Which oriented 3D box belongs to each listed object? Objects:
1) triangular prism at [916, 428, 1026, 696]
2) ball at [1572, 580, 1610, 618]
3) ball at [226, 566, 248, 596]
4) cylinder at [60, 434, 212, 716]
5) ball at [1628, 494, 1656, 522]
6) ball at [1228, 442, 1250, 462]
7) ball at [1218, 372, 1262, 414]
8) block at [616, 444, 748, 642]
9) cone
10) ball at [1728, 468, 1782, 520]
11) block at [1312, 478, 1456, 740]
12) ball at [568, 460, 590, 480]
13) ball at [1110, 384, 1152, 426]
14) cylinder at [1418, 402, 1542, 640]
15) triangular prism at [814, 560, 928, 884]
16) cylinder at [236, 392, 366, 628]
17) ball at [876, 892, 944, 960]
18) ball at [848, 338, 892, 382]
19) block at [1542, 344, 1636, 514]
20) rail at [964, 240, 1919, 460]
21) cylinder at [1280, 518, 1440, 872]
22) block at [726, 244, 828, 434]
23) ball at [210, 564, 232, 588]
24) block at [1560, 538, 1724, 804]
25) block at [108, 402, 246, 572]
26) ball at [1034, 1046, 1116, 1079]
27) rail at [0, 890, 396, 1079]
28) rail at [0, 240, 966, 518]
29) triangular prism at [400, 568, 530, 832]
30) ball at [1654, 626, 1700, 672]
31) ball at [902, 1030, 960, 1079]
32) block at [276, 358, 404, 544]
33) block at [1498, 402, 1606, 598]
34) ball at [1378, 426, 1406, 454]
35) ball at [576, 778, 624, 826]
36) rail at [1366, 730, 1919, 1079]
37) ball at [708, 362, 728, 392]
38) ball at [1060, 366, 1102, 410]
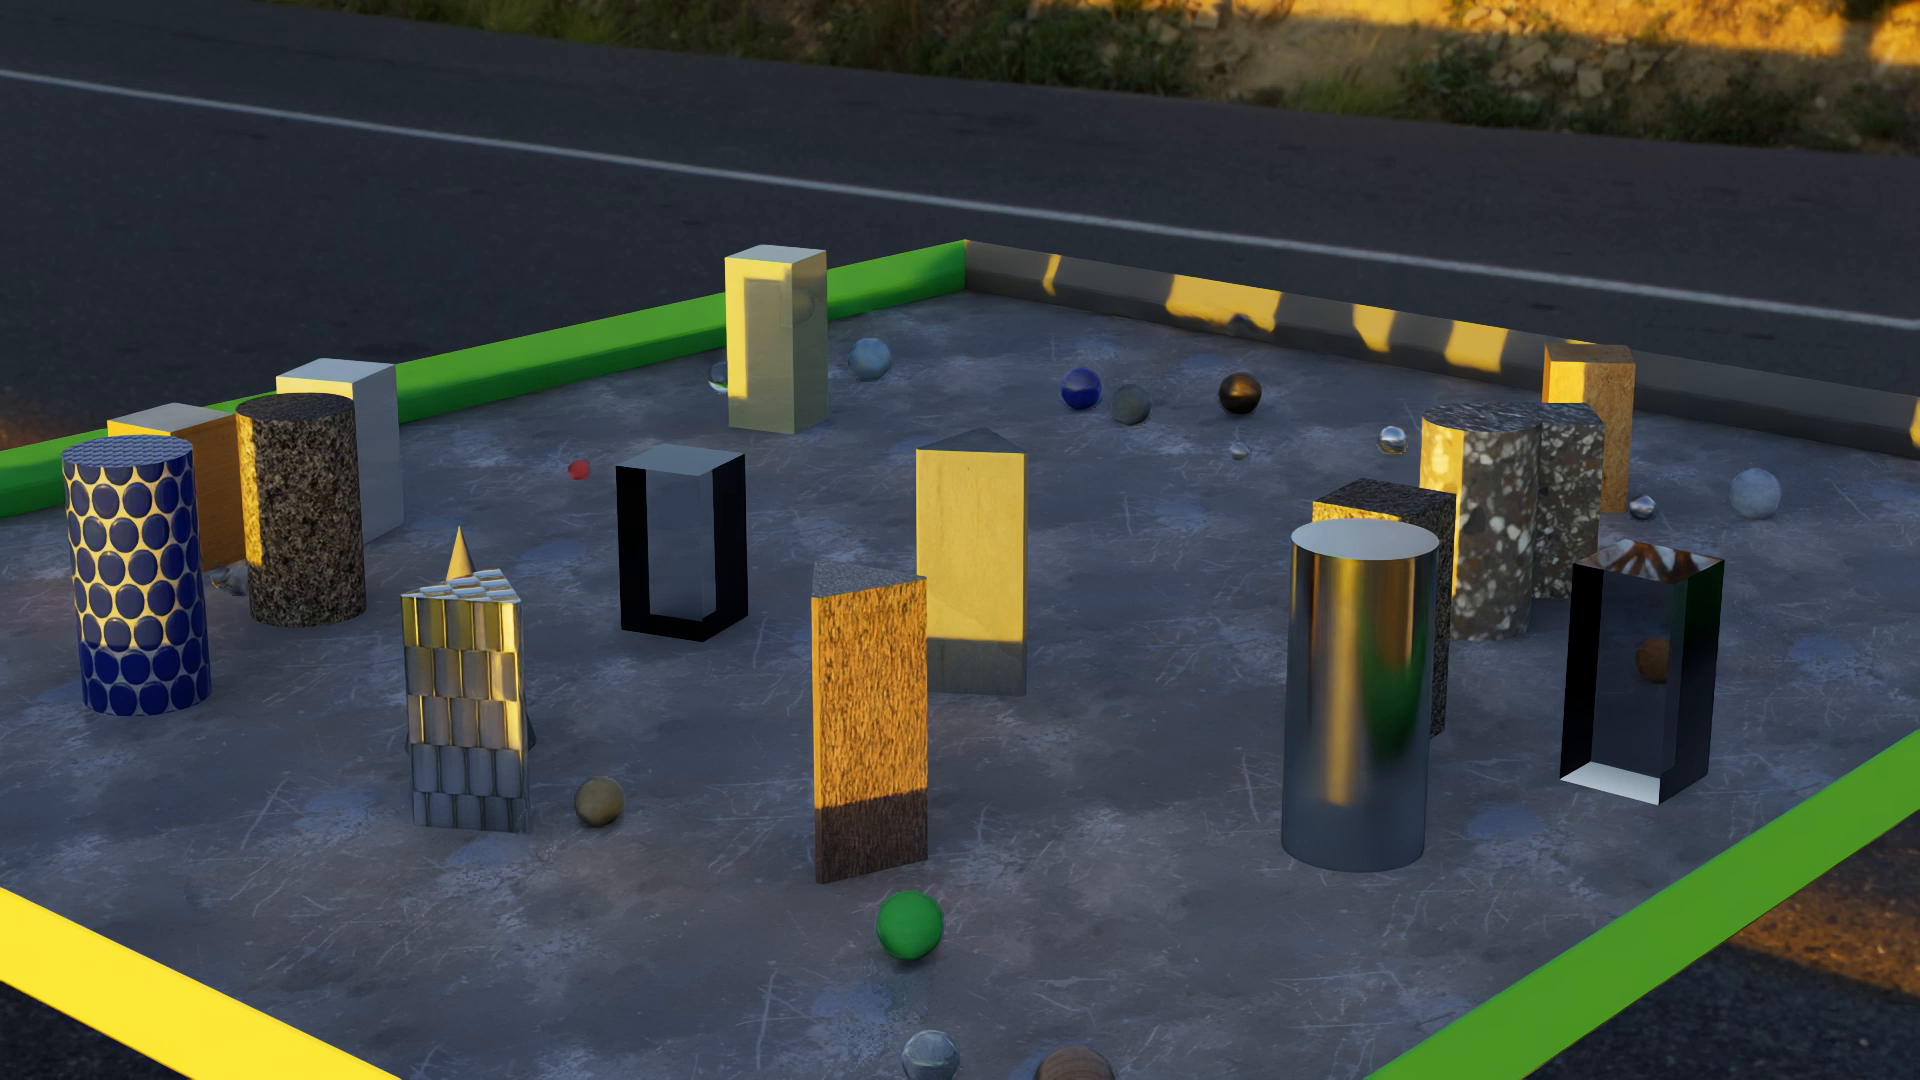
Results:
[{"bbox_3d":[0.028,0.032,4.658,0.171,0.397,0.148,2,17,7],"label":"triangular prism"},{"bbox_3d":[1.077,0.101,5.007,0.064,0.064,0.064,0,17,0],"label":"ball"},{"bbox_3d":[-1.255,0.072,5.125,0.051,0.051,0.051,0,17,0],"label":"ball"},{"bbox_3d":[-1.285,0.053,4.582,0.197,0.400,0.197,0,17,0],"label":"cylinder"},{"bbox_3d":[1.296,-0.061,5.568,0.050,0.050,0.050,0,17,0],"label":"ball"},{"bbox_3d":[0.568,-0.178,5.970,0.041,0.041,0.041,0,17,0],"label":"ball"},{"bbox_3d":[0.606,-0.319,6.349,0.093,0.093,0.093,0,17,0],"label":"ball"},{"bbox_3d":[-0.467,0.003,4.944,0.158,0.288,0.158,8,18,24],"label":"block"},{"bbox_3d":[-0.740,0.142,4.384,0.197,0.344,0.197,0,17,0],"label":"cone"},{"bbox_3d":[1.511,-0.087,5.571,0.098,0.098,0.098,0,17,0],"label":"ball"},{"bbox_3d":[0.632,0.117,4.414,0.158,0.376,0.158,11,20,33],"label":"block"},{"bbox_3d":[-0.760,-0.140,5.844,0.041,0.041,0.041,0,17,0],"label":"ball"},{"bbox_3d":[0.365,-0.288,6.257,0.087,0.087,0.087,0,17,0],"label":"ball"},{"bbox_3d":[0.870,-0.032,4.935,0.197,0.360,0.197,0,17,0],"label":"cylinder"},{"bbox_3d":[-0.154,0.237,3.969,0.171,0.402,0.148,-10,19,-30],"label":"triangular prism"},{"bbox_3d":[-1.123,-0.053,5.003,0.197,0.361,0.197,0,17,0],"label":"cylinder"},{"bbox_3d":[-0.063,0.486,3.692,0.084,0.084,0.084,0,17,0],"label":"ball"},{"bbox_3d":[-0.205,-0.409,6.640,0.099,0.099,0.099,0,17,0],"label":"ball"},{"bbox_3d":[1.208,-0.217,5.664,0.158,0.294,0.158,2,17,7],"label":"block"},{"bbox_3d":[1.272,-0.391,6.523,3.382,0.128,0.045,14,22,39],"label":"rail"},{"bbox_3d":[0.543,0.210,3.991,0.197,0.442,0.197,0,17,0],"label":"cylinder"},{"bbox_3d":[-0.388,-0.428,6.238,0.158,0.366,0.158,8,18,24],"label":"block"},{"bbox_3d":[-1.299,0.065,5.163,0.042,0.042,0.042,0,17,0],"label":"ball"},{"bbox_3d":[0.988,0.189,4.252,0.158,0.331,0.158,13,21,38],"label":"block"},{"bbox_3d":[-1.409,-0.090,5.280,0.158,0.271,0.158,10,20,31],"label":"block"},{"bbox_3d":[0.128,0.610,3.266,0.093,0.093,0.093,0,17,0],"label":"ball"},{"bbox_3d":[-1.272,0.455,3.717,3.382,0.128,0.045,14,22,39],"label":"rail"},{"bbox_3d":[-1.259,-0.283,6.166,0.045,0.128,3.929,14,22,39],"label":"rail"},{"bbox_3d":[-0.671,0.222,4.130,0.171,0.338,0.148,3,17,10],"label":"triangular prism"},{"bbox_3d":[1.158,0.177,4.737,0.074,0.074,0.074,0,17,0],"label":"ball"},{"bbox_3d":[-0.033,0.595,3.362,0.067,0.067,0.067,0,17,0],"label":"ball"},{"bbox_3d":[-1.154,-0.166,5.469,0.158,0.308,0.158,6,18,18],"label":"block"},{"bbox_3d":[1.028,-0.071,5.146,0.158,0.312,0.158,0,17,1],"label":"block"},{"bbox_3d":[0.890,-0.206,6.035,0.057,0.057,0.057,0,17,0],"label":"ball"},{"bbox_3d":[-0.505,0.368,4.115,0.067,0.067,0.067,0,17,0],"label":"ball"},{"bbox_3d":[1.259,0.348,4.073,0.045,0.128,3.929,14,22,39],"label":"rail"},{"bbox_3d":[-0.527,-0.363,6.534,0.070,0.070,0.070,0,17,0],"label":"ball"},{"bbox_3d":[0.263,-0.331,6.389,0.093,0.093,0.093,0,17,0],"label":"ball"}]
